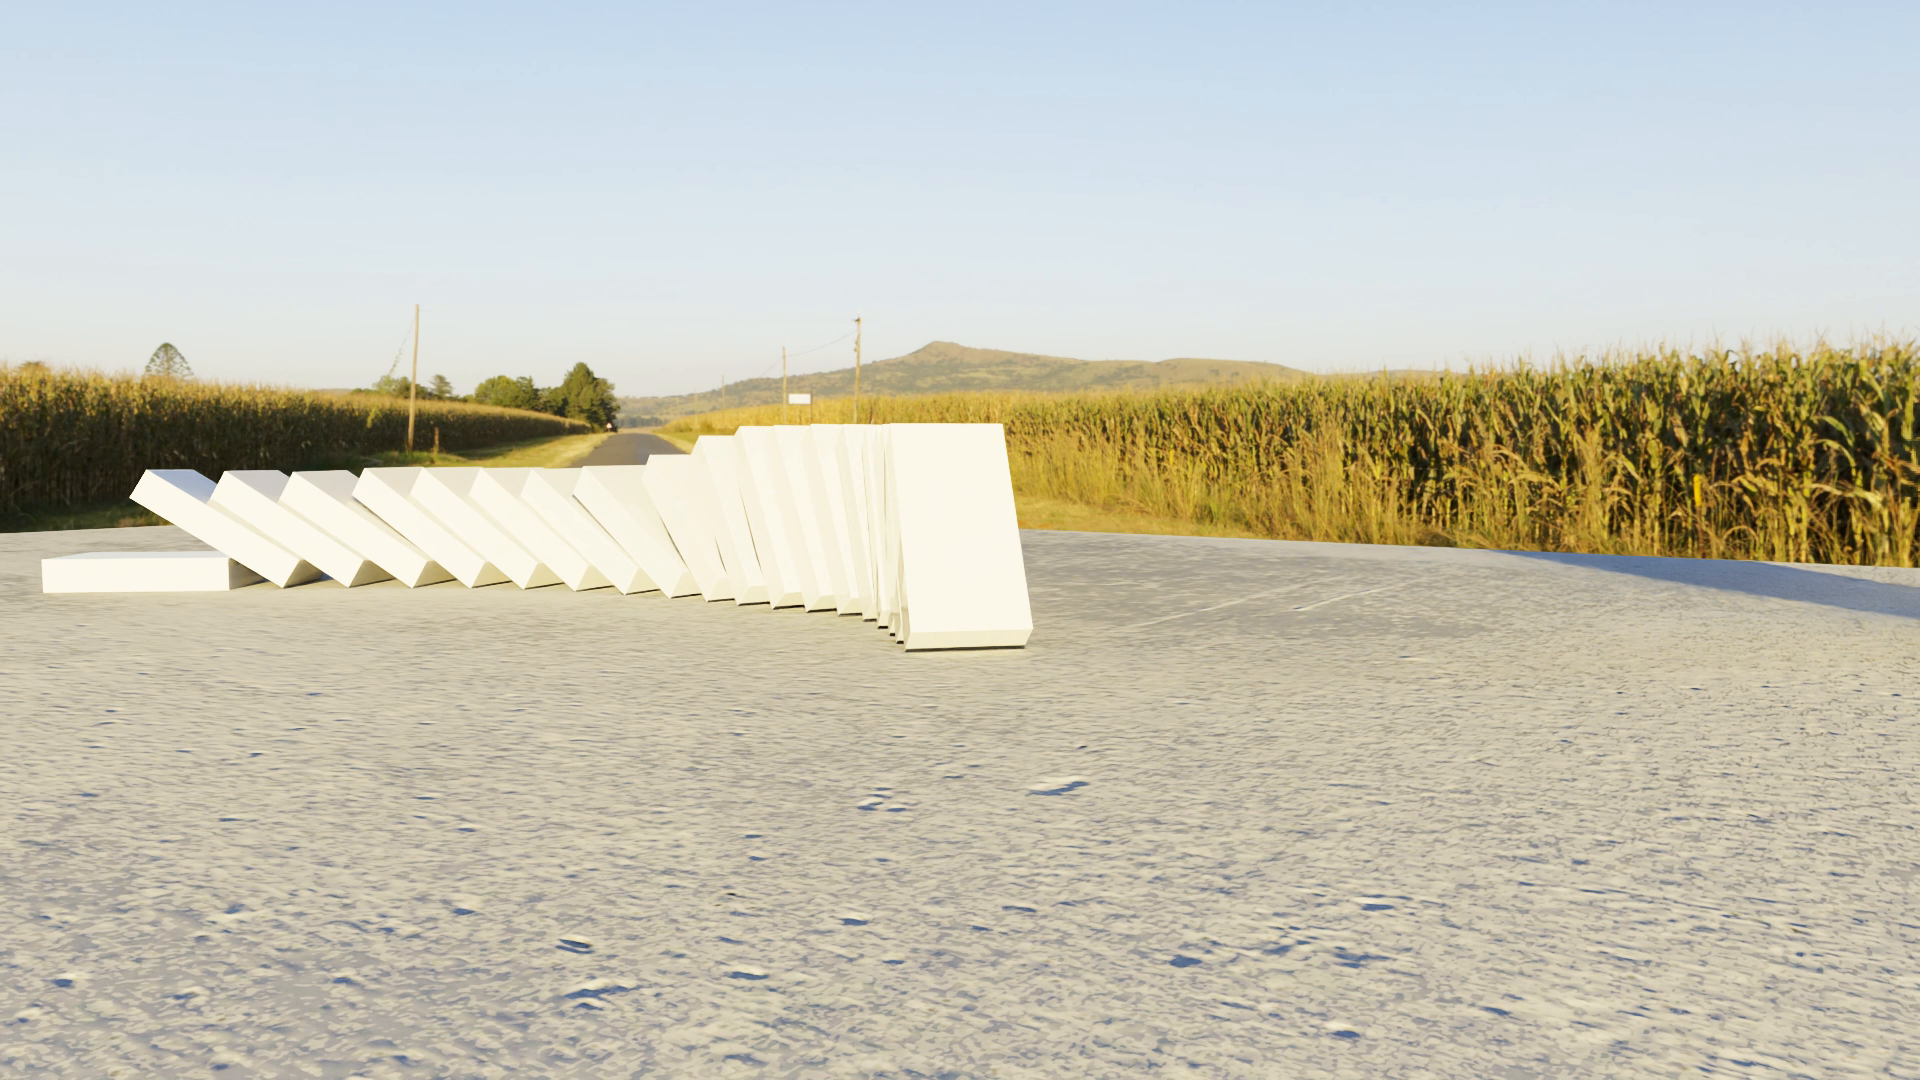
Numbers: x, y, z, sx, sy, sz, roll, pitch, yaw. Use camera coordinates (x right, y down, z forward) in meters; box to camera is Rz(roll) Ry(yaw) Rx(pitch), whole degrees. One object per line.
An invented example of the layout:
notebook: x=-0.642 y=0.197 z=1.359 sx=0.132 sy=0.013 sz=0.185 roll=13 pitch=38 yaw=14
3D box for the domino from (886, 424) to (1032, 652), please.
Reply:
domino: x=-0.001 y=-0.001 z=0.273 sx=0.025 sy=0.050 sz=0.010 roll=-1 pitch=-29 yaw=-11

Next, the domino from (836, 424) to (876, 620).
domino: x=-0.014 y=-0.005 z=0.318 sx=0.025 sy=0.050 sz=0.009 roll=-1 pitch=-29 yaw=-21

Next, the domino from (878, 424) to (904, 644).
domino: x=-0.003 y=-0.002 z=0.284 sx=0.025 sy=0.050 sz=0.009 roll=-1 pitch=-29 yaw=-11

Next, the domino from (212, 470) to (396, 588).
domino: x=-0.198 y=-0.004 z=0.392 sx=0.050 sy=0.010 sz=0.025 roll=32 pitch=6 yaw=3

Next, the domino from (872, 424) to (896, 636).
domino: x=-0.005 y=-0.003 z=0.295 sx=0.025 sy=0.050 sz=0.009 roll=-1 pitch=-29 yaw=-11

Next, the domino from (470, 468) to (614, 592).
domino: x=-0.121 y=-0.004 z=0.387 sx=0.050 sy=0.010 sz=0.025 roll=37 pitch=19 yaw=20

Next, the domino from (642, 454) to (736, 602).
domino: x=-0.069 y=-0.004 z=0.364 sx=0.025 sy=0.009 sz=0.050 roll=-4 pitch=45 yaw=-39

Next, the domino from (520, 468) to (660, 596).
domino: x=-0.104 y=-0.003 z=0.380 sx=0.050 sy=0.009 sz=0.025 roll=38 pitch=22 yaw=23

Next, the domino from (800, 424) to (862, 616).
domino: x=-0.023 y=-0.006 z=0.328 sx=0.025 sy=0.050 sz=0.010 roll=-1 pitch=-29 yaw=-28

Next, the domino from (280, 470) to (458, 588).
domino: x=-0.178 y=-0.004 z=0.393 sx=0.050 sy=0.009 sz=0.025 roll=32 pitch=9 yaw=6

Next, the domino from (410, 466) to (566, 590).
domino: x=-0.140 y=-0.004 z=0.391 sx=0.050 sy=0.009 sz=0.025 roll=36 pitch=16 yaw=16

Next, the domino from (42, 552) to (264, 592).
domino: x=-0.239 y=0.009 z=0.382 sx=0.050 sy=0.009 sz=0.025 roll=-1 pitch=4 yaw=-7

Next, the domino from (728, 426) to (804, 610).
domino: x=-0.043 y=-0.007 z=0.343 sx=0.025 sy=0.050 sz=0.009 roll=-3 pitch=-28 yaw=-33

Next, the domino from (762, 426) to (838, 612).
domino: x=-0.033 y=-0.006 z=0.336 sx=0.025 sy=0.050 sz=0.010 roll=-2 pitch=-28 yaw=-33

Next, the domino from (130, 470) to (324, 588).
domino: x=-0.218 y=-0.004 z=0.386 sx=0.050 sy=0.009 sz=0.025 roll=32 pitch=1 yaw=-4

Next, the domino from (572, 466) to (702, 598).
domino: x=-0.087 y=-0.003 z=0.372 sx=0.050 sy=0.009 sz=0.025 roll=42 pitch=26 yaw=26

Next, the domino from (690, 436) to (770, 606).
domino: x=-0.055 y=-0.006 z=0.352 sx=0.025 sy=0.050 sz=0.009 roll=-3 pitch=-34 yaw=-34

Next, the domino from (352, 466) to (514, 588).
domino: x=-0.158 y=-0.005 z=0.394 sx=0.050 sy=0.010 sz=0.025 roll=35 pitch=13 yaw=12

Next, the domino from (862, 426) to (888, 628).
domino: x=-0.009 y=-0.004 z=0.306 sx=0.025 sy=0.050 sz=0.009 roll=-1 pitch=-29 yaw=-11
